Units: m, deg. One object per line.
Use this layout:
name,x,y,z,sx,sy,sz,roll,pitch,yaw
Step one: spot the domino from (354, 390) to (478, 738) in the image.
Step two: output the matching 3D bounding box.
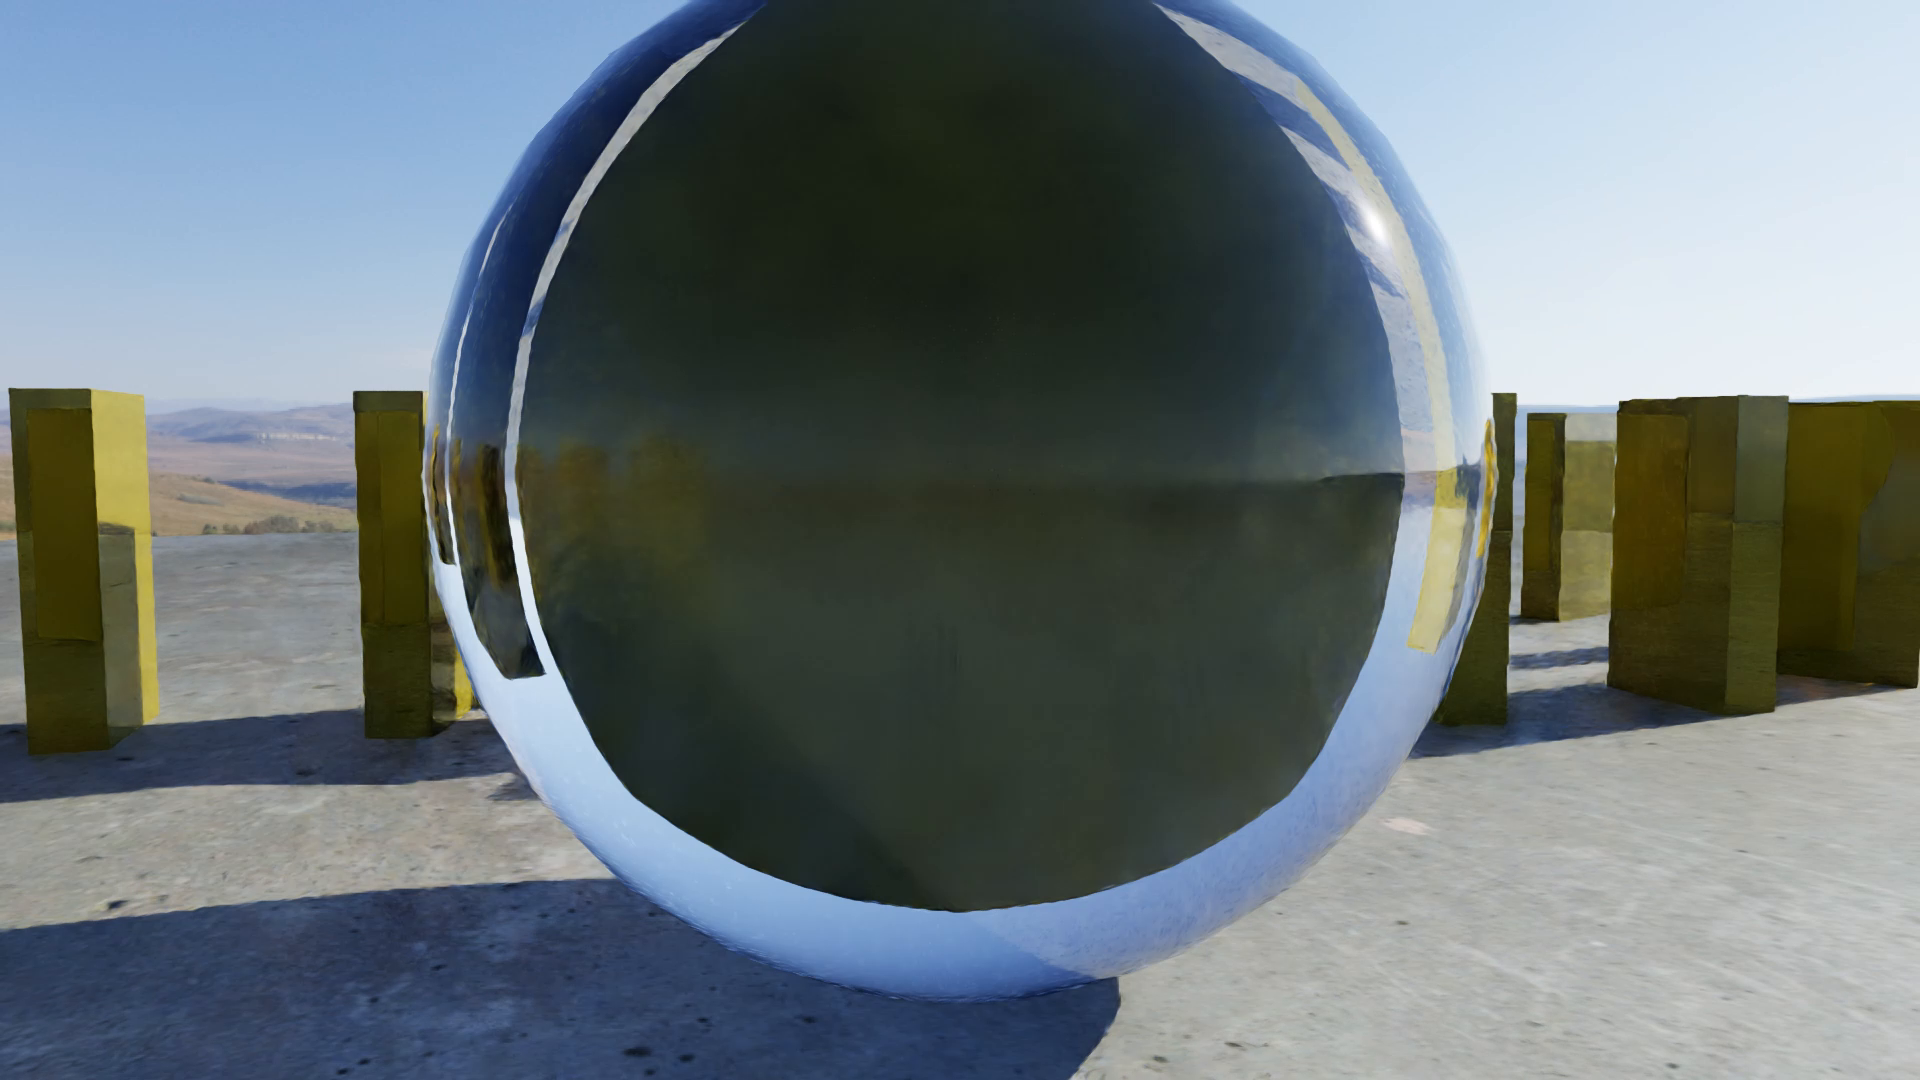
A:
domino,-0.082,0.003,0.196,0.009,0.050,0.025,0,4,-6

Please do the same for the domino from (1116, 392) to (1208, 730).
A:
domino,0.031,0.002,0.202,0.009,0.050,0.025,0,4,-1

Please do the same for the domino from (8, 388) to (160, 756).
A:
domino,-0.127,0.004,0.187,0.009,0.050,0.025,-1,5,-18

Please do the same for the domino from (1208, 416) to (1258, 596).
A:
domino,0.079,-0.010,0.371,0.010,0.050,0.025,2,5,21

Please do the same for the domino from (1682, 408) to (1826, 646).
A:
domino,0.171,-0.003,0.276,0.025,0.050,0.010,-1,4,-14

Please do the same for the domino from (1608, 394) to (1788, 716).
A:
domino,0.121,0.002,0.213,0.010,0.050,0.025,-1,4,-14

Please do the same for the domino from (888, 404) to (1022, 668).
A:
domino,-0.001,-0.001,0.246,0.025,0.050,0.009,0,4,-1

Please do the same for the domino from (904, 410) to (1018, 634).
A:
domino,0.000,-0.004,0.291,0.025,0.050,0.010,0,4,6

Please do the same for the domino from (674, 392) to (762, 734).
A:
domino,-0.037,0.003,0.199,0.009,0.050,0.025,0,4,-3

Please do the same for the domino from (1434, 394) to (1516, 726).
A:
domino,0.077,0.002,0.205,0.009,0.050,0.025,-1,4,-7

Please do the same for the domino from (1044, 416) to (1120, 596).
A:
domino,0.035,-0.010,0.371,0.009,0.050,0.025,-2,5,-26

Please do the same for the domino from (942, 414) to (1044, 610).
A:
domino,0.009,-0.008,0.336,0.025,0.050,0.009,1,4,17

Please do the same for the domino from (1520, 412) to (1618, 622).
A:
domino,0.150,-0.006,0.316,0.025,0.050,0.010,-3,5,-37

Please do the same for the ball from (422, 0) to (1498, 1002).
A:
ball,0.000,-0.005,0.103,0.080,0.080,0.080,0,4,0

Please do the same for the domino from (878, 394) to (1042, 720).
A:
domino,0.000,0.002,0.201,0.025,0.050,0.010,0,4,0

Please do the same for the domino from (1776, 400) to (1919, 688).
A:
domino,0.161,0.000,0.234,0.025,0.050,0.009,4,6,42

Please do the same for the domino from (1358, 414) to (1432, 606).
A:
domino,0.118,-0.009,0.349,0.009,0.050,0.025,3,5,39
